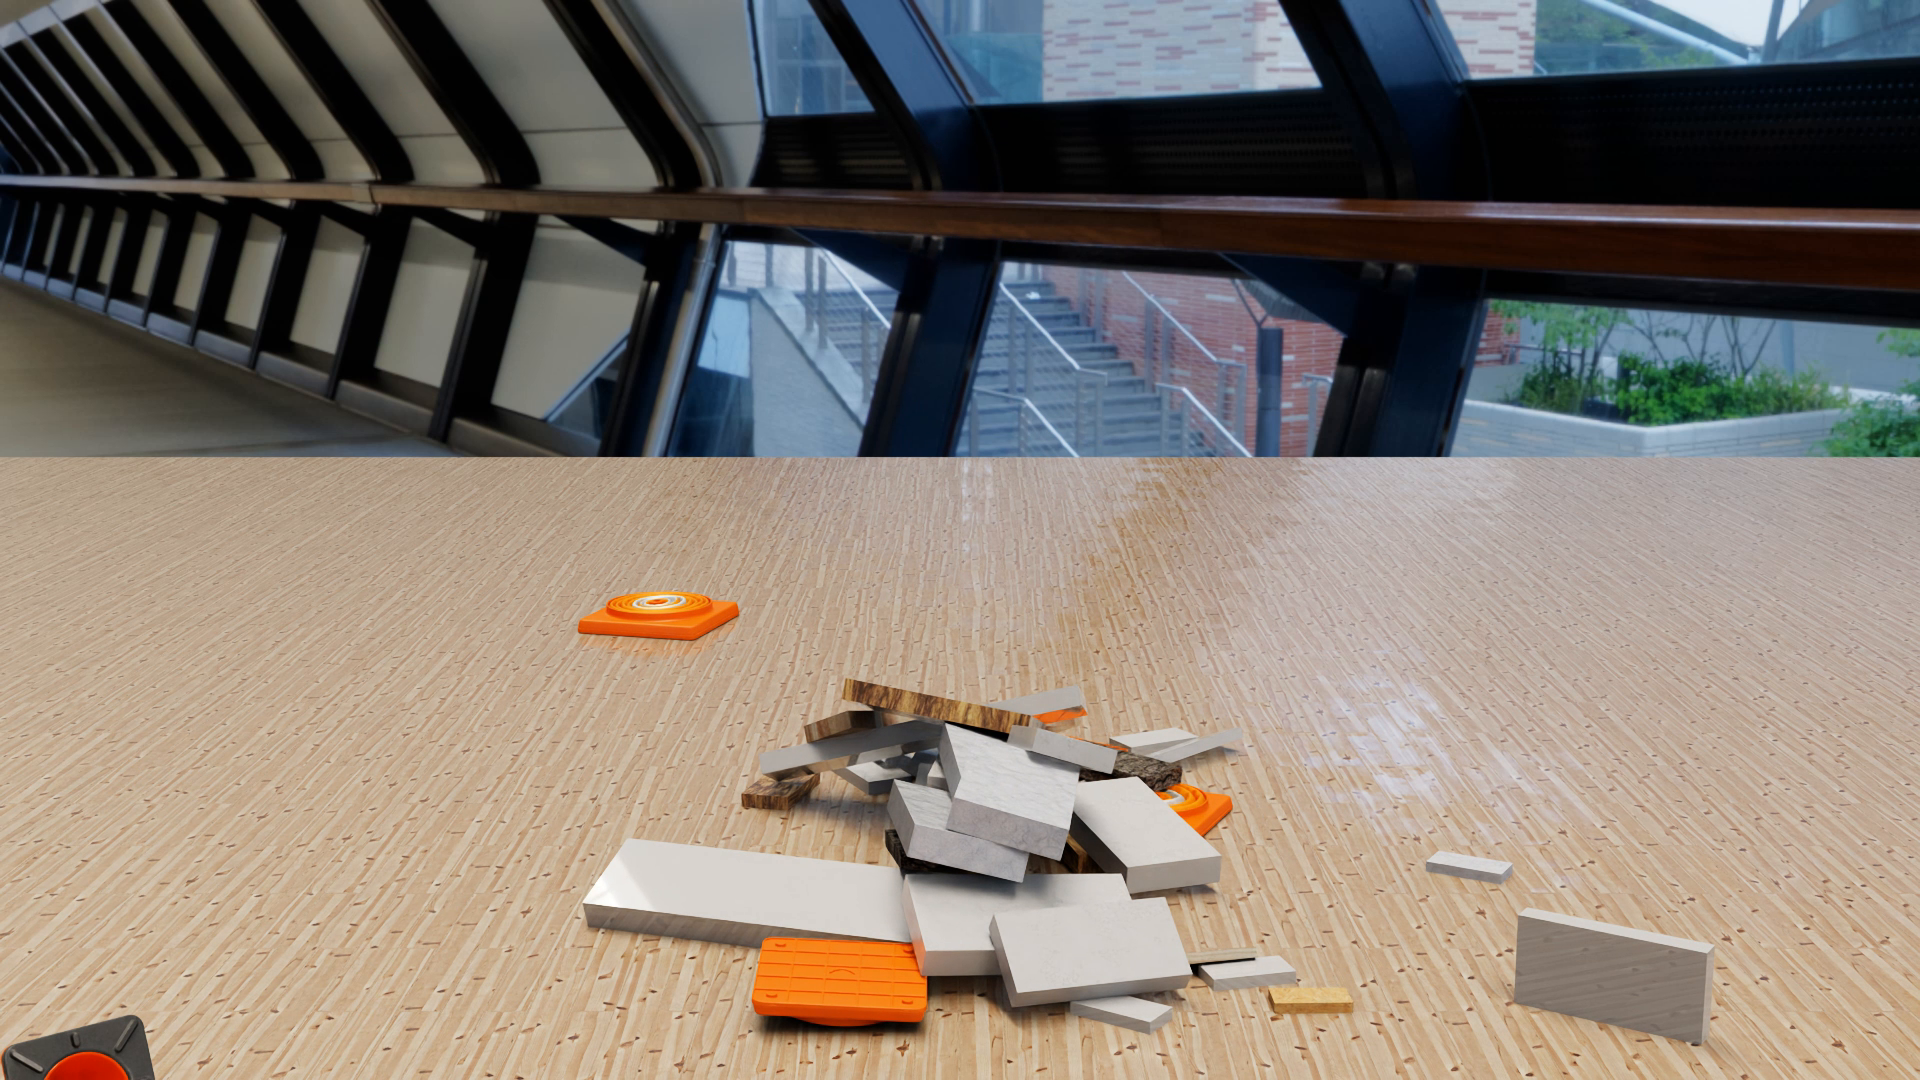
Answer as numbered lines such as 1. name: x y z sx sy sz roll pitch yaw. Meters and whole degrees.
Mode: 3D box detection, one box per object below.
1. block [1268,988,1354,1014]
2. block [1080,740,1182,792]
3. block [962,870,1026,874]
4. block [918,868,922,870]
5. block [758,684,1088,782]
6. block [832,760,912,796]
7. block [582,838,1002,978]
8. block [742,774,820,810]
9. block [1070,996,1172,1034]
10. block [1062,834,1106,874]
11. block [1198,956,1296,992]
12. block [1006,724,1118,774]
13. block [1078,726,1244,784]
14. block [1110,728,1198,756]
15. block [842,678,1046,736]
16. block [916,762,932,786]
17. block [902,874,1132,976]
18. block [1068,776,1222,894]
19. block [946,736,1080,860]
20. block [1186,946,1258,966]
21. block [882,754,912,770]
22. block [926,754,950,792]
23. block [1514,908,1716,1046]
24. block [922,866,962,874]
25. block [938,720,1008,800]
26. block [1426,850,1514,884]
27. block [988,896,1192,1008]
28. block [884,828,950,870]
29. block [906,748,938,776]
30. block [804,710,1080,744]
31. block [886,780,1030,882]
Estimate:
1. block: 0.509 0.669 3.197 0.113 0.016 0.057 0 11 -2
2. block: 0.291 0.429 4.160 0.231 0.033 0.116 12 14 39
3. block: 0.057 0.559 3.529 0.098 0.028 0.196 2 28 -4
4. block: -0.021 0.519 3.746 0.138 0.039 0.276 4 24 -1
5. block: -0.066 0.364 4.119 0.608 0.039 0.137 -13 -14 5
6. block: -0.175 0.457 4.312 0.093 0.026 0.185 -5 12 -26
7. block: -0.244 0.575 3.468 0.690 0.048 0.171 3 30 18
8. block: -0.342 0.475 4.214 0.093 0.026 0.185 3 11 15
9. block: 0.231 0.676 3.157 0.131 0.019 0.066 7 13 33
10. block: 0.224 0.513 3.894 0.137 0.039 0.274 -3 18 -18
11. block: 0.430 0.649 3.298 0.131 0.019 0.066 -3 11 -15
12. block: 0.168 0.351 3.698 0.137 0.039 0.274 17 -6 -6
13. block: 0.364 0.441 4.331 0.083 0.023 0.554 -19 -5 43
14. block: 0.400 0.418 4.532 0.166 0.023 0.083 -6 12 -28
15. block: -0.028 0.310 3.966 0.348 0.038 0.135 10 -9 16
16. block: -0.020 0.487 3.919 0.138 0.039 0.276 6 23 3
17. block: 0.096 0.575 3.298 0.342 0.048 0.171 2 31 -14
18. block: 0.296 0.503 3.782 0.171 0.048 0.342 -4 18 -19
19. block: 0.088 0.401 3.451 0.178 0.050 0.356 16 11 3
20. block: 0.387 0.632 3.335 0.113 0.016 0.057 -3 -14 -15
21. block: -0.147 0.423 4.394 0.093 0.026 0.185 24 -2 -28
22. block: 0.026 0.415 3.944 0.138 0.039 0.276 6 9 6
23. block: 0.931 0.620 3.138 0.270 0.135 0.038 7 13 34
24. block: 0.001 0.564 3.572 0.098 0.028 0.196 -2 28 -12
25. block: 0.067 0.397 3.749 0.178 0.050 0.356 14 9 -7
26. block: 0.874 0.562 3.771 0.131 0.019 0.066 6 12 30
27. block: 0.190 0.599 3.208 0.270 0.038 0.135 -2 47 -18
28. block: -0.060 0.498 3.564 0.098 0.028 0.196 -2 3 -9
29. block: -0.053 0.440 4.310 0.083 0.023 0.166 31 13 2
30. block: -0.022 0.364 4.308 0.116 0.033 0.689 -22 -17 37
31. block: -0.009 0.458 3.503 0.178 0.050 0.448 14 1 -6
